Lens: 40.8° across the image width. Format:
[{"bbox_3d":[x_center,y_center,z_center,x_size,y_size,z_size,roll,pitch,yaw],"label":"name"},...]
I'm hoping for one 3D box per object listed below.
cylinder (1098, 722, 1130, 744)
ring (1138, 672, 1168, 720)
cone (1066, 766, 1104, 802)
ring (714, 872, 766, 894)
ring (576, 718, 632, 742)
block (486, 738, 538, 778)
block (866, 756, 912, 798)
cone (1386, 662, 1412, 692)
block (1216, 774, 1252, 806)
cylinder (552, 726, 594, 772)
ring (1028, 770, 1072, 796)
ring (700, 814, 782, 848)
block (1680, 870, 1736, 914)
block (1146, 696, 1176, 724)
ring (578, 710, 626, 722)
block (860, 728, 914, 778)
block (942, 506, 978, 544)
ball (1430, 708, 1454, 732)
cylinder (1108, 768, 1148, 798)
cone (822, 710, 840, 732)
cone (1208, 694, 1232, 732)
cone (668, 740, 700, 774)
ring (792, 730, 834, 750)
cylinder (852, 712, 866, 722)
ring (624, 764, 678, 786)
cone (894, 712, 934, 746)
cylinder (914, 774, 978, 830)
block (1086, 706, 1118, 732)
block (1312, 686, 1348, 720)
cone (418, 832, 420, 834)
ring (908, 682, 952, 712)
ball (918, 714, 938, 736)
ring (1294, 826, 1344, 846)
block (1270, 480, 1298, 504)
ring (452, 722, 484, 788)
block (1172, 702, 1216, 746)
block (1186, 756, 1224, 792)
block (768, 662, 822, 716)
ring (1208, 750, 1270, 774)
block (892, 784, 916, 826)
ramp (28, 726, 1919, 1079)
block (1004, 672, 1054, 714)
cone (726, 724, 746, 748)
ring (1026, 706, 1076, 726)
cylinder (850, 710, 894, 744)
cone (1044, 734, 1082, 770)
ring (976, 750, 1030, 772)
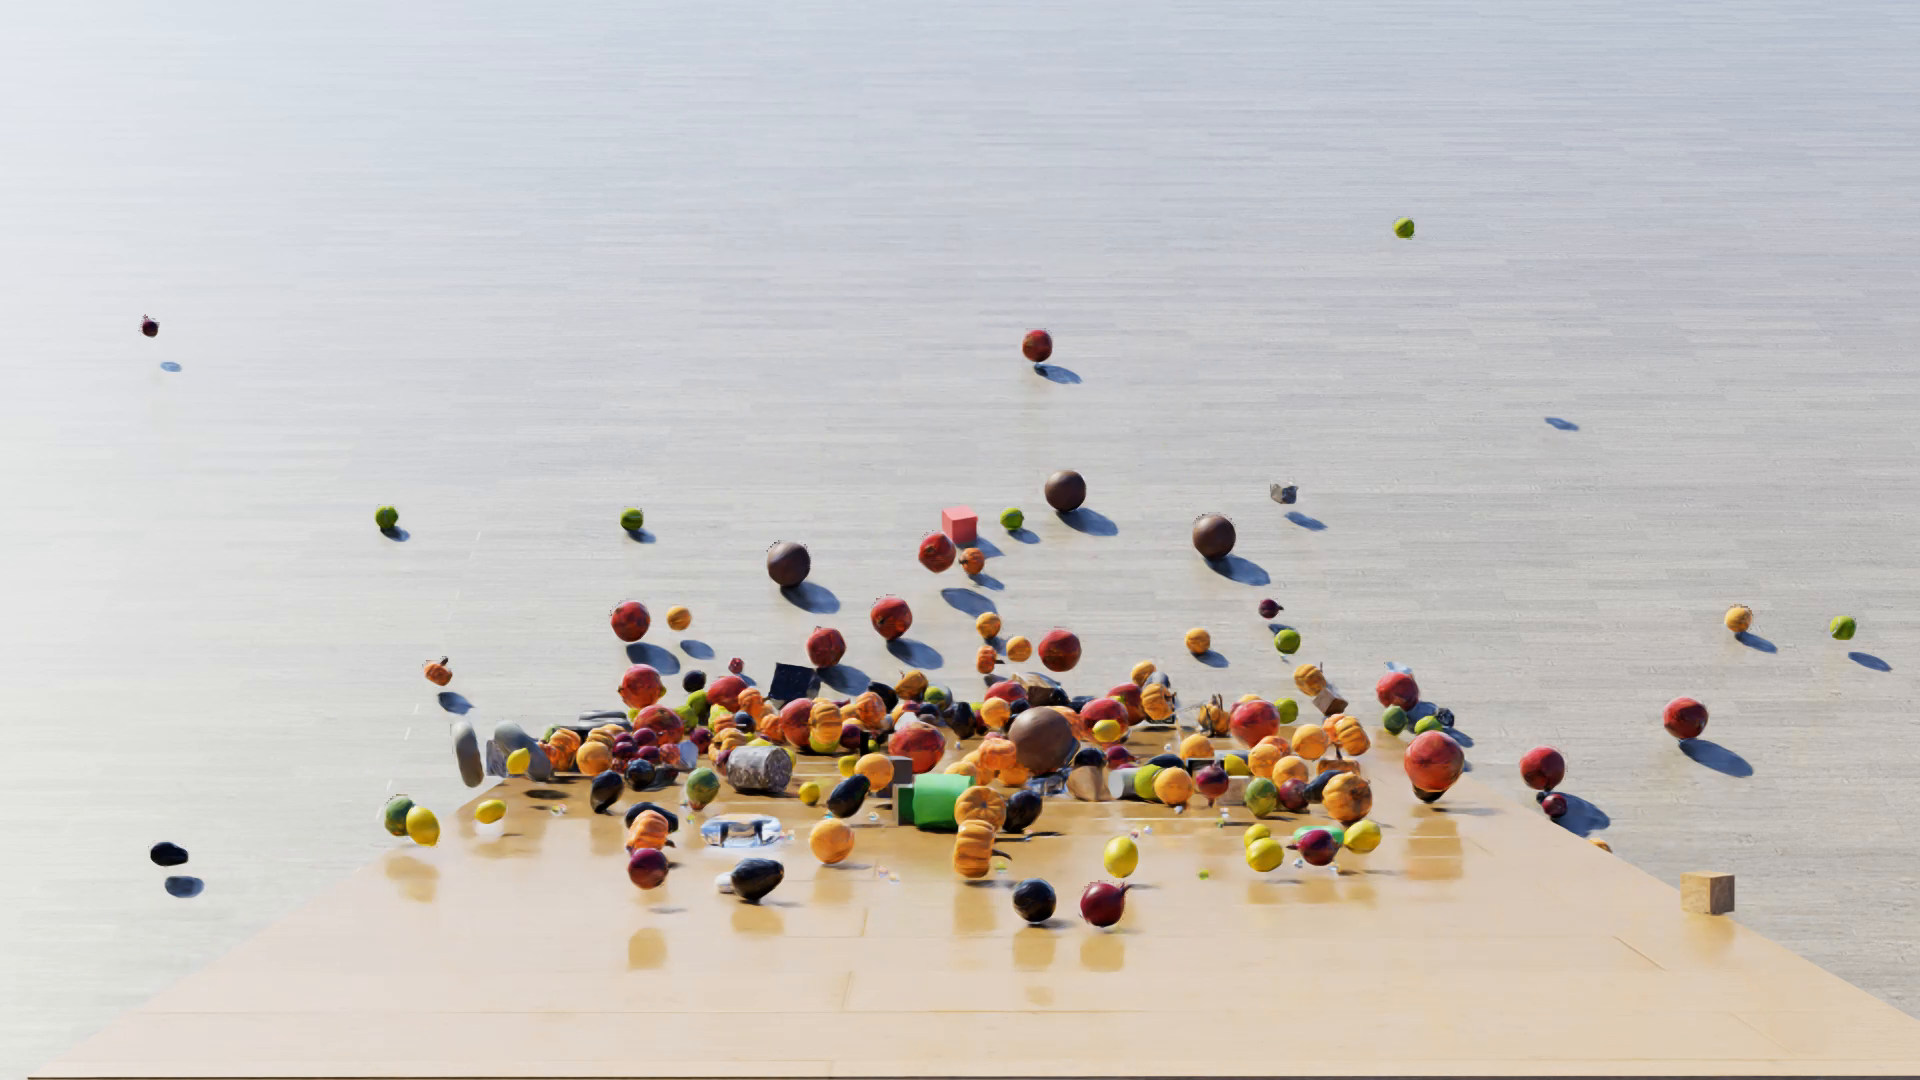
[{"bbox_3d":[0.364,0.455,6.092,0.051,0.051,0.051,7,15,-46],"label":"cylinder"},{"bbox_3d":[0.493,0.398,6.577,0.044,0.133,0.133,19,25,-11],"label":"ring"},{"bbox_3d":[0.250,0.483,4.951,0.075,0.075,0.075,-6,29,-12],"label":"cone"},{"bbox_3d":[-0.325,0.506,3.816,0.077,0.026,0.077,-1,2,0],"label":"ring"},{"bbox_3d":[-0.862,0.458,6.227,0.141,0.047,0.141,-1,1,0],"label":"ring"},{"bbox_3d":[-0.940,0.455,5.418,0.077,0.077,0.077,0,1,33],"label":"block"},{"bbox_3d":[-0.138,0.462,5.045,0.073,0.073,0.073,0,1,-15],"label":"block"},{"bbox_3d":[1.163,0.374,6.892,0.072,0.072,0.072,12,19,-4],"label":"cone"},{"bbox_3d":[0.520,0.475,4.895,0.052,0.052,0.052,0,1,24],"label":"block"},{"bbox_3d":[-0.825,0.447,5.514,0.090,0.090,0.090,0,1,0],"label":"cylinder"},{"bbox_3d":[0.185,0.477,5.073,0.109,0.036,0.109,-8,1,0],"label":"ring"},{"bbox_3d":[-0.367,0.488,4.340,0.137,0.046,0.137,-1,1,0],"label":"ring"},{"bbox_3d":[1.051,0.495,3.628,0.052,0.052,0.052,-1,1,-34],"label":"block"},{"bbox_3d":[0.520,0.442,6.714,0.071,0.071,0.071,-1,-2,-1],"label":"block"},{"bbox_3d":[-0.913,0.455,6.595,0.120,0.040,0.120,-1,0,0],"label":"ring"},{"bbox_3d":[-0.153,0.447,5.412,0.092,0.092,0.092,0,1,14],"label":"block"},{"bbox_3d":[0.000,-0.046,7.706,0.080,0.080,0.080,-11,29,-20],"label":"block"},{"bbox_3d":[1.259,0.468,6.732,0.062,0.062,0.062,0,27,0],"label":"ball"},{"bbox_3d":[0.326,0.471,4.996,0.057,0.057,0.057,-1,25,-28],"label":"cylinder"},{"bbox_3d":[-0.333,0.464,6.461,0.054,0.054,0.054,10,31,19],"label":"cone"},{"bbox_3d":[0.631,0.429,6.433,0.095,0.095,0.095,0,1,0],"label":"cone"},{"bbox_3d":[-0.570,0.476,5.461,0.075,0.075,0.075,-14,34,-25],"label":"cone"},{"bbox_3d":[-0.342,0.466,5.986,0.100,0.033,0.100,-2,7,0],"label":"ring"},{"bbox_3d":[-0.228,0.448,6.329,0.057,0.057,0.057,3,24,-27],"label":"cylinder"},{"bbox_3d":[-0.628,0.478,5.255,0.109,0.036,0.109,0,-1,0],"label":"ring"},{"bbox_3d":[-0.093,0.456,5.999,0.092,0.092,0.092,24,14,-32],"label":"cone"},{"bbox_3d":[-0.026,0.460,4.536,0.095,0.095,0.095,0,27,12],"label":"cylinder"},{"bbox_3d":[0.352,0.447,6.437,0.058,0.058,0.058,1,1,31],"label":"block"},{"bbox_3d":[0.950,0.419,6.621,0.055,0.055,0.055,24,16,-37],"label":"block"},{"bbox_3d":[-1.286,0.718,6.203,0.085,0.085,0.085,-15,24,-27],"label":"cone"},{"bbox_3d":[-0.078,0.418,6.856,0.118,0.039,0.118,0,30,0],"label":"ring"},{"bbox_3d":[-0.083,0.450,6.274,0.058,0.058,0.058,0,27,0],"label":"ball"},{"bbox_3d":[0.602,0.497,4.326,0.083,0.028,0.083,0,2,0],"label":"ring"},{"bbox_3d":[0.986,-0.145,7.853,0.054,0.054,0.054,-5,22,-30],"label":"block"},{"bbox_3d":[-1.010,0.440,5.297,0.047,0.140,0.140,-12,29,-12],"label":"ring"},{"bbox_3d":[0.529,0.415,5.834,0.072,0.072,0.072,-17,3,-2],"label":"block"},{"bbox_3d":[0.487,0.466,5.119,0.064,0.064,0.064,0,1,-8],"label":"block"},{"bbox_3d":[-0.434,0.393,6.791,0.099,0.099,0.099,8,69,15],"label":"block"},{"bbox_3d":[0.590,0.469,5.472,0.139,0.046,0.139,1,-3,0],"label":"ring"},{"bbox_3d":[-0.083,0.473,4.625,0.066,0.066,0.066,0,1,-11],"label":"block"},{"bbox_3d":[0.062,0.556,4.593,2.000,0.100,4.000,0,1,0],"label":"ramp"},{"bbox_3d":[0.181,0.406,6.807,0.080,0.080,0.080,8,19,-36],"label":"block"},{"bbox_3d":[-0.521,0.456,6.051,0.054,0.054,0.054,0,1,0],"label":"cone"},{"bbox_3d":[0.233,0.453,6.637,0.131,0.044,0.131,-1,-1,0],"label":"ring"},{"bbox_3d":[-0.204,0.443,6.065,0.079,0.079,0.079,12,6,22],"label":"cylinder"},{"bbox_3d":[0.221,0.472,5.546,0.082,0.082,0.082,0,28,0],"label":"cone"},{"bbox_3d":[0.091,0.473,5.518,0.113,0.038,0.113,0,1,0],"label":"ring"}]
